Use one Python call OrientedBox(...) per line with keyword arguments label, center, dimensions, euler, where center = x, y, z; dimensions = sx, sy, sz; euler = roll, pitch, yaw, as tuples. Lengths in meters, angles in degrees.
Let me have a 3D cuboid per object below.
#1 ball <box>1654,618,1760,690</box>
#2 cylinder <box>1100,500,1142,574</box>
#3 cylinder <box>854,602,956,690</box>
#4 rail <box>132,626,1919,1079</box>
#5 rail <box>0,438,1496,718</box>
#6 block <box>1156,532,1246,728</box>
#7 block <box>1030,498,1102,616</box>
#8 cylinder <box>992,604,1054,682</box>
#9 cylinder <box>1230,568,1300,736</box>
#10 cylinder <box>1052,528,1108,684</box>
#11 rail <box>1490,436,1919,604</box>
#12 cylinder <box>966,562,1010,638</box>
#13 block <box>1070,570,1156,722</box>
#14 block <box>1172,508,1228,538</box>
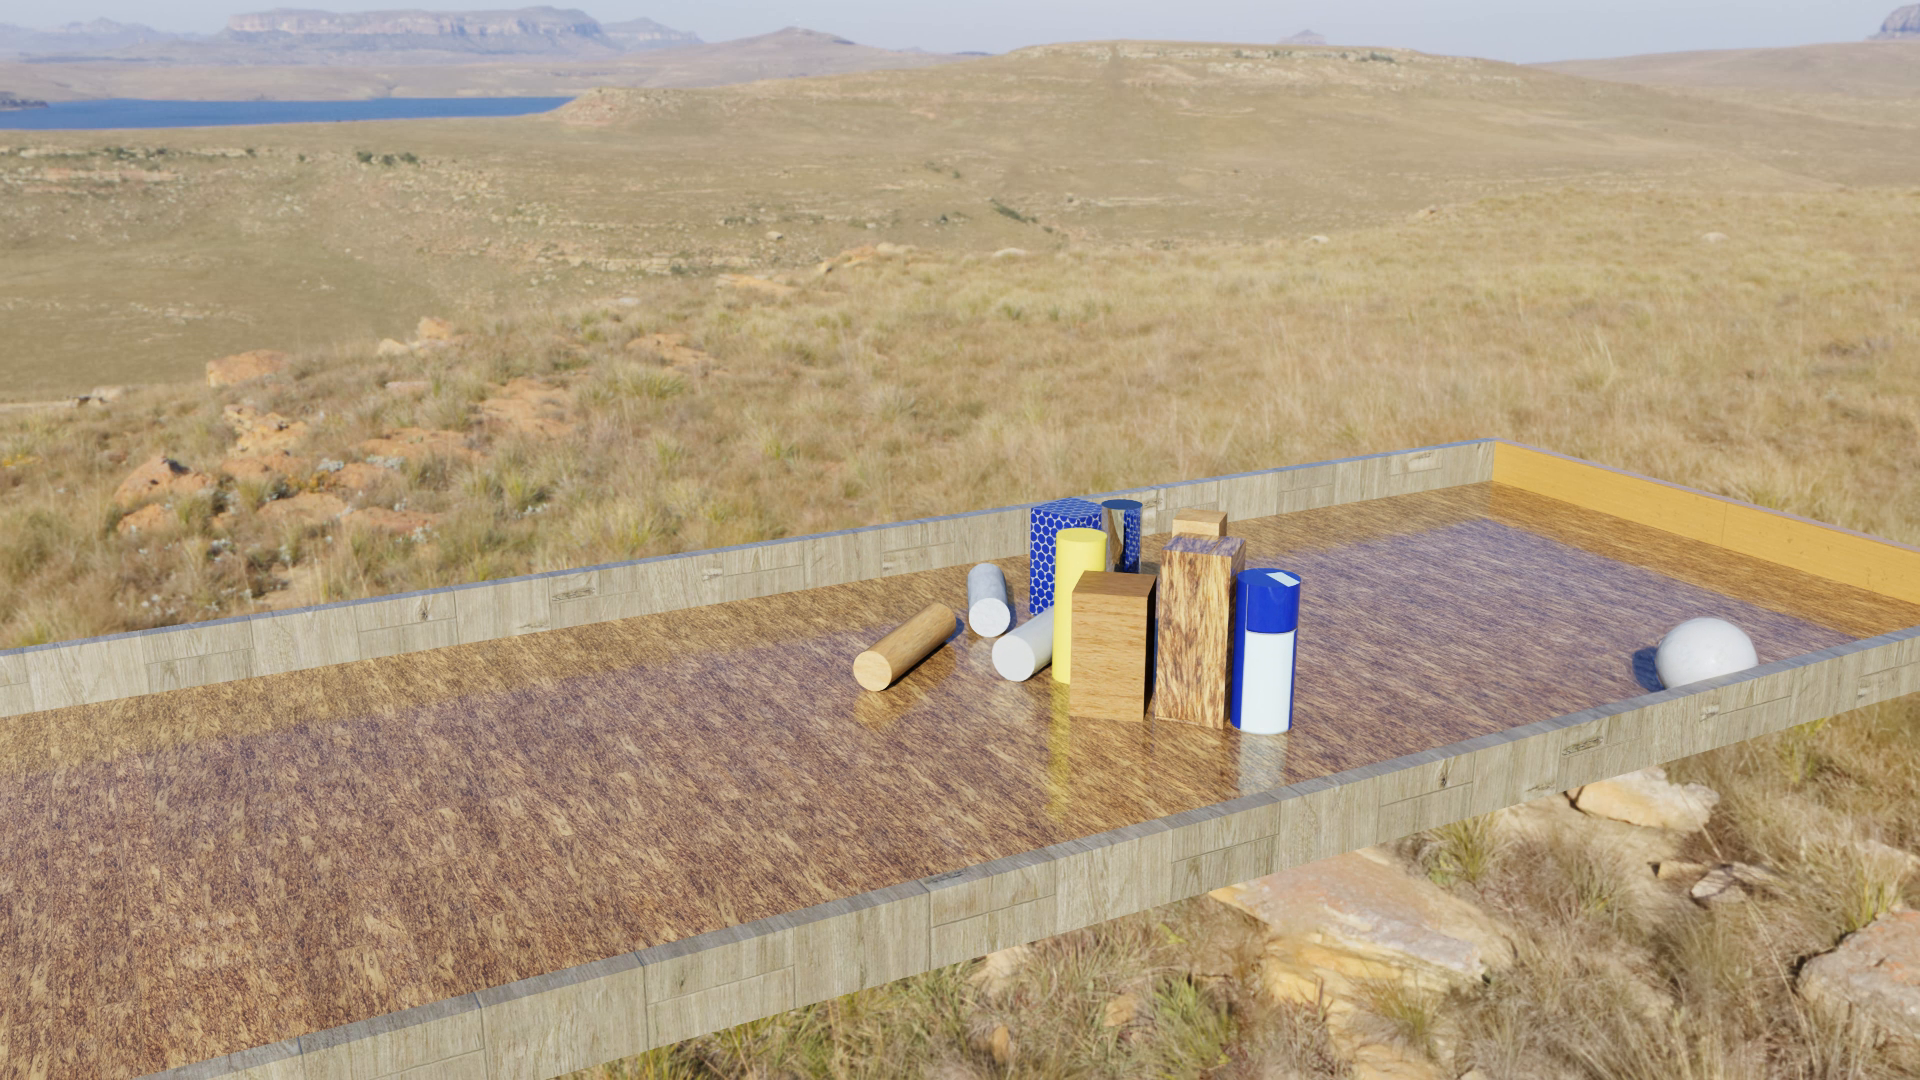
OrientedBox(label="ball", center=(1.782, 0.298, 3.937), dimensions=(0.227, 0.227, 0.227), euler=(0, 16, 0))
OrientedBox(label="cylinder", center=(0.420, 0.096, 4.333), dimensions=(0.108, 0.392, 0.108), euler=(0, 16, 0))
OrientedBox(label="cylinder", center=(-0.137, 0.271, 4.248), dimensions=(0.104, 0.104, 0.405), euler=(7, 18, 22))
OrientedBox(label="rail", center=(-2.336, 1.006, 1.665), dimensions=(12.000, 0.150, 0.050), euler=(-9, 18, -27))
OrientedBox(label="rail", center=(-3.305, 0.497, 3.399), dimensions=(12.000, 0.150, 0.050), euler=(-9, 18, -27))
OrientedBox(label="block", center=(0.568, 0.211, 3.893), dimensions=(0.163, 0.419, 0.163), euler=(6, 17, 21))
OrientedBox(label="block", center=(0.315, 0.060, 4.603), dimensions=(0.168, 0.309, 0.168), euler=(16, 22, 42))
OrientedBox(label="cylinder", center=(0.240, 0.243, 4.310), dimensions=(0.121, 0.121, 0.436), euler=(9, 19, 28))
OrientedBox(label="cylinder", center=(0.709, 0.259, 3.837), dimensions=(0.146, 0.359, 0.146), euler=(0, 16, 0))
OrientedBox(label="cylinder", center=(0.298, 0.166, 4.128), dimensions=(0.125, 0.372, 0.125), euler=(1, 17, 0))
OrientedBox(label="rail", center=(2.466, -0.048, 5.253), dimensions=(0.050, 0.150, 2.100), euler=(-9, 18, -27))
OrientedBox(label="cylinder", center=(0.077, 0.164, 4.598), dimensions=(0.111, 0.111, 0.320), euler=(0, 16, -1))
OrientedBox(label="block", center=(0.367, 0.251, 3.950), dimensions=(0.176, 0.310, 0.176), euler=(4, 17, 13))
OrientedBox(label="block", center=(0.583, 0.152, 4.059), dimensions=(0.112, 0.440, 0.112), euler=(6, 17, 19))
